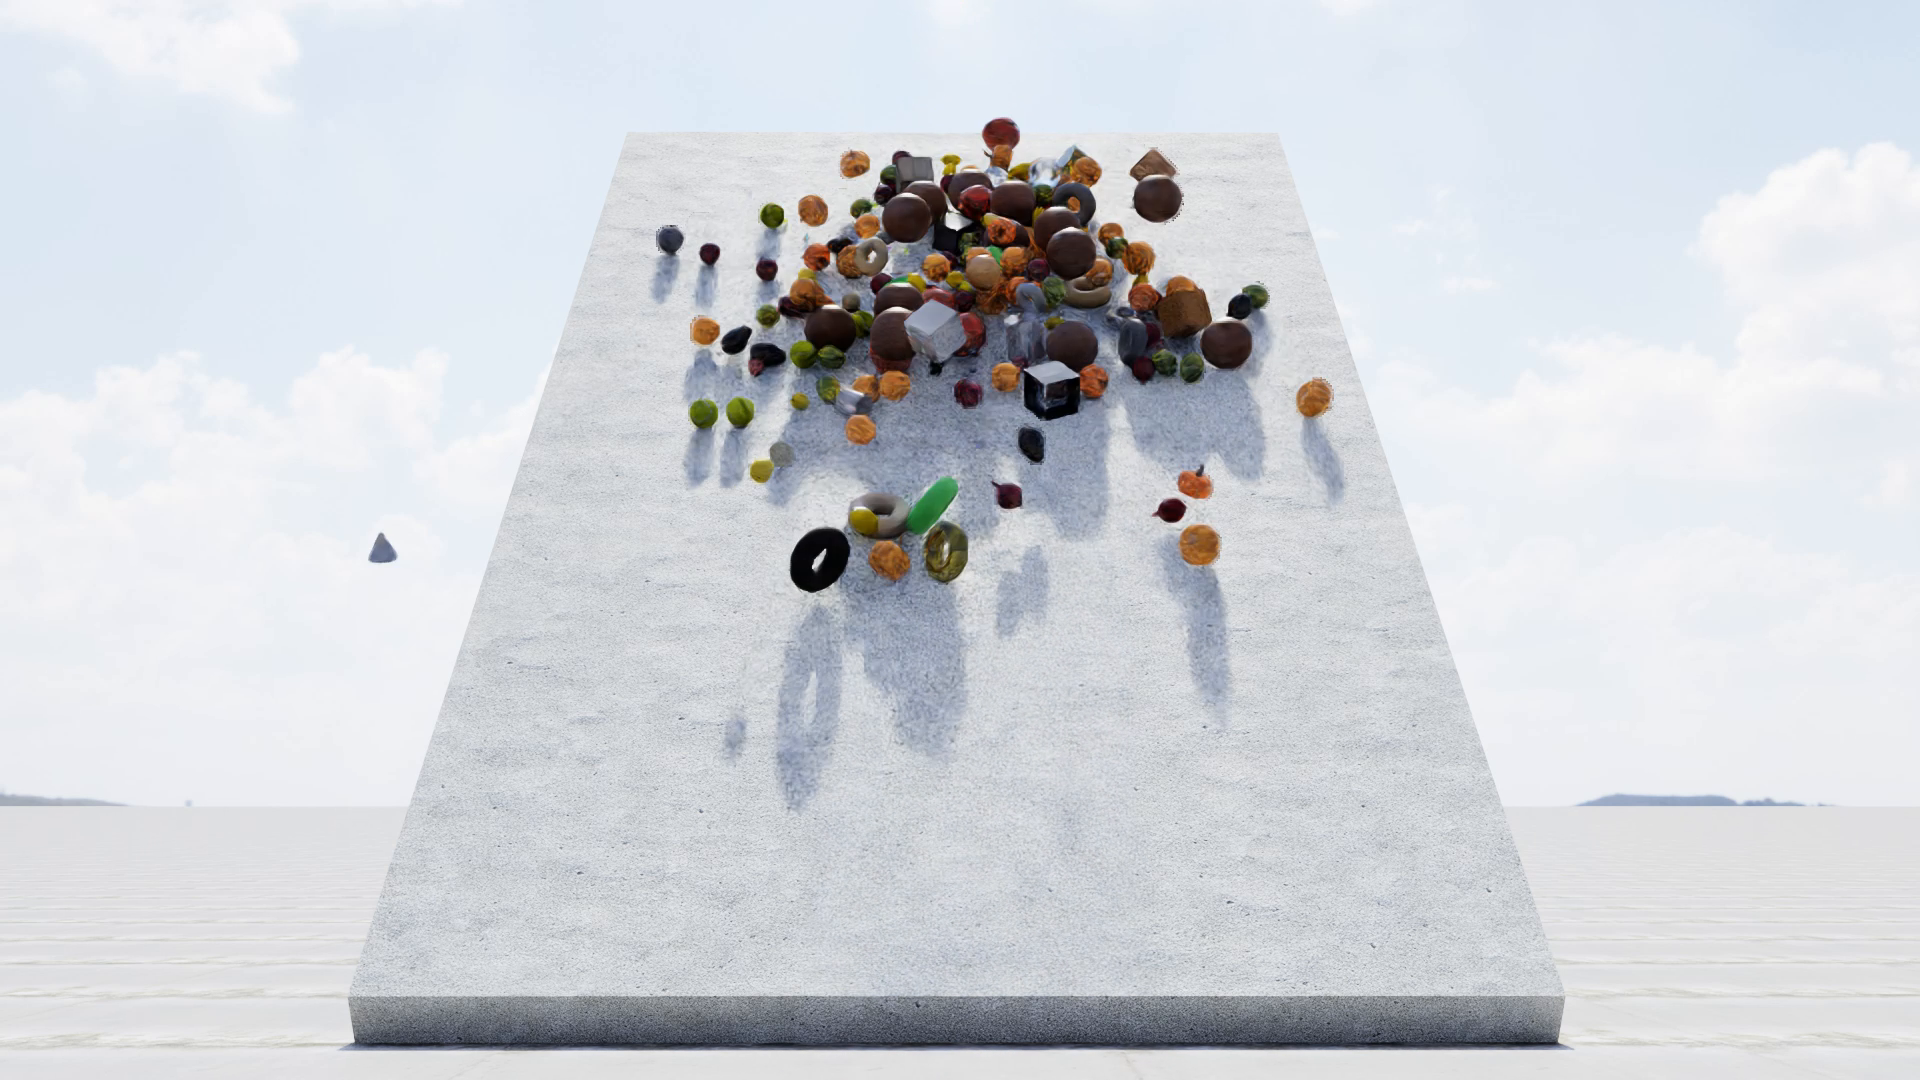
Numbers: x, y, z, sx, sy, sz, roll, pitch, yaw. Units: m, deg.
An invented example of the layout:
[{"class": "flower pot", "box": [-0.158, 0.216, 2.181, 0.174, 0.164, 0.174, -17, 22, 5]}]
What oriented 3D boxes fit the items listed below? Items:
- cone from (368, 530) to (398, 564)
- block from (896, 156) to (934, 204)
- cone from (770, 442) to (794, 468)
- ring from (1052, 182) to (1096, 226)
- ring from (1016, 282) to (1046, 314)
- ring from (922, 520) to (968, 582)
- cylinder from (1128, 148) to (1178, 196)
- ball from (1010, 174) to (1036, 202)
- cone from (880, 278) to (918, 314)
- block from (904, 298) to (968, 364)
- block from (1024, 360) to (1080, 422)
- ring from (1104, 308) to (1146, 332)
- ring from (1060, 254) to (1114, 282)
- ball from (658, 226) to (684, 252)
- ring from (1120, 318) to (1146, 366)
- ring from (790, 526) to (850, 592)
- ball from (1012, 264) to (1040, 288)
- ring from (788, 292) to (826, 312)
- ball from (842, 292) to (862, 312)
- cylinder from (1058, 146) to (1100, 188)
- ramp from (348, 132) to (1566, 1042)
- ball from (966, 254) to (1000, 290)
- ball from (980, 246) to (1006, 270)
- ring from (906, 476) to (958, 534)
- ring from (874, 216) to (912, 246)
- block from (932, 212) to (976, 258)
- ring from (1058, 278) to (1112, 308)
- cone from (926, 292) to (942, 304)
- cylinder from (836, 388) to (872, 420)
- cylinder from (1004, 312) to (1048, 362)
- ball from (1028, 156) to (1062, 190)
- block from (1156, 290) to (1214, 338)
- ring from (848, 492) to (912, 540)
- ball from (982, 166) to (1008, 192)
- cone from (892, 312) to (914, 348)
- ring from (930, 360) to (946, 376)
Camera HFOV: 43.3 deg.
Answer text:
[{"class": "cone", "box": [-1.268, 0.007, 5.302, 0.067, 0.067, 0.067, 1, 29, -1]}, {"class": "block", "box": [-0.127, -1.013, 6.791, 0.093, 0.093, 0.093, -2, -35, -9]}, {"class": "cone", "box": [-0.401, -0.197, 5.571, 0.061, 0.061, 0.061, -2, 2, 15]}, {"class": "ring", "box": [0.311, -0.916, 6.602, 0.126, 0.126, 0.042, -3, 19, 24]}, {"class": "ring", "box": [0.177, -0.602, 6.038, 0.031, 0.093, 0.093, -40, 18, -32]}, {"class": "ring", "box": [-0.030, 0.024, 5.092, 0.044, 0.131, 0.131, 5, -8, -38]}, {"class": "cylinder", "box": [0.539, -1.026, 6.746, 0.098, 0.098, 0.098, 43, -10, -2]}, {"class": "ball", "box": [0.179, -1.008, 6.929, 0.076, 0.076, 0.076, 0, -6, 0]}, {"class": "cone", "box": [-0.139, -0.592, 6.094, 0.099, 0.099, 0.099, -16, -34, -11]}, {"class": "block", "box": [-0.057, -0.486, 5.626, 0.092, 0.092, 0.092, 31, -28, 38]}, {"class": "block", "box": [0.218, -0.357, 5.781, 0.098, 0.098, 0.098, -15, 33, -25]}, {"class": "ring", "box": [0.425, -0.567, 6.210, 0.106, 0.035, 0.106, -1, 30, 0]}, {"class": "ring", "box": [0.338, -0.723, 6.464, 0.146, 0.049, 0.146, -2, 30, 1]}, {"class": "ball", "box": [-0.791, -0.821, 6.604, 0.071, 0.071, 0.071, 0, -6, 0]}, {"class": "ring", "box": [0.429, -0.491, 5.994, 0.040, 0.120, 0.120, 6, -8, -19]}, {"class": "ring", "box": [-0.292, 0.039, 5.018, 0.049, 0.148, 0.148, 33, 17, 38]}, {"class": "ball", "box": [0.174, -0.689, 6.371, 0.077, 0.077, 0.077, 0, -6, 0]}, {"class": "ring", "box": [-0.398, -0.620, 6.296, 0.101, 0.034, 0.101, 1, 28, -1]}, {"class": "ball", "box": [-0.282, -0.617, 6.273, 0.054, 0.054, 0.054, 0, -6, 0]}, {"class": "cylinder", "box": [0.340, -1.077, 6.991, 0.094, 0.094, 0.094, 35, -19, -19]}, {"class": "ramp", "box": [-0.013, -0.209, 5.722, 2.000, 0.100, 4.000, 0, 30, 0]}, {"class": "ball", "box": [0.058, -0.672, 6.074, 0.089, 0.089, 0.089, 0, -6, 0]}, {"class": "ball", "box": [0.087, -0.747, 6.427, 0.072, 0.072, 0.072, 0, -6, 0]}, {"class": "ring", "box": [-0.059, -0.075, 5.227, 0.050, 0.149, 0.149, 40, -5, 4]}, {"class": "ring", "box": [-0.183, -0.824, 6.473, 0.120, 0.040, 0.120, -33, 12, 8]}, {"class": "block", "box": [-0.016, -0.837, 6.621, 0.081, 0.081, 0.081, 26, 39, 30]}, {"class": "ring", "box": [0.328, -0.648, 6.338, 0.139, 0.046, 0.139, 1, 30, 0]}, {"class": "cone", "box": [-0.067, -0.619, 6.254, 0.060, 0.060, 0.060, 0, -41, -4]}, {"class": "cylinder", "box": [-0.253, -0.324, 5.756, 0.063, 0.063, 0.063, 22, 7, 33]}, {"class": "cylinder", "box": [0.163, -0.506, 6.018, 0.098, 0.098, 0.098, -8, 20, 3]}, {"class": "ball", "box": [0.240, -1.034, 6.802, 0.094, 0.094, 0.094, 0, -6, 0]}, {"class": "block", "box": [0.568, -0.572, 6.113, 0.090, 0.090, 0.090, -7, -13, -33]}, {"class": "ring", "box": [-0.175, -0.053, 5.299, 0.146, 0.049, 0.146, 3, 35, -2]}, {"class": "ball", "box": [0.100, -1.046, 6.995, 0.075, 0.075, 0.075, 0, -6, 0]}, {"class": "cone", "box": [-0.120, -0.511, 5.995, 0.092, 0.092, 0.092, -7, 15, 2]}, {"class": "ring", "box": [-0.051, -0.447, 5.918, 0.032, 0.095, 0.095, 16, -7, -1]}]
